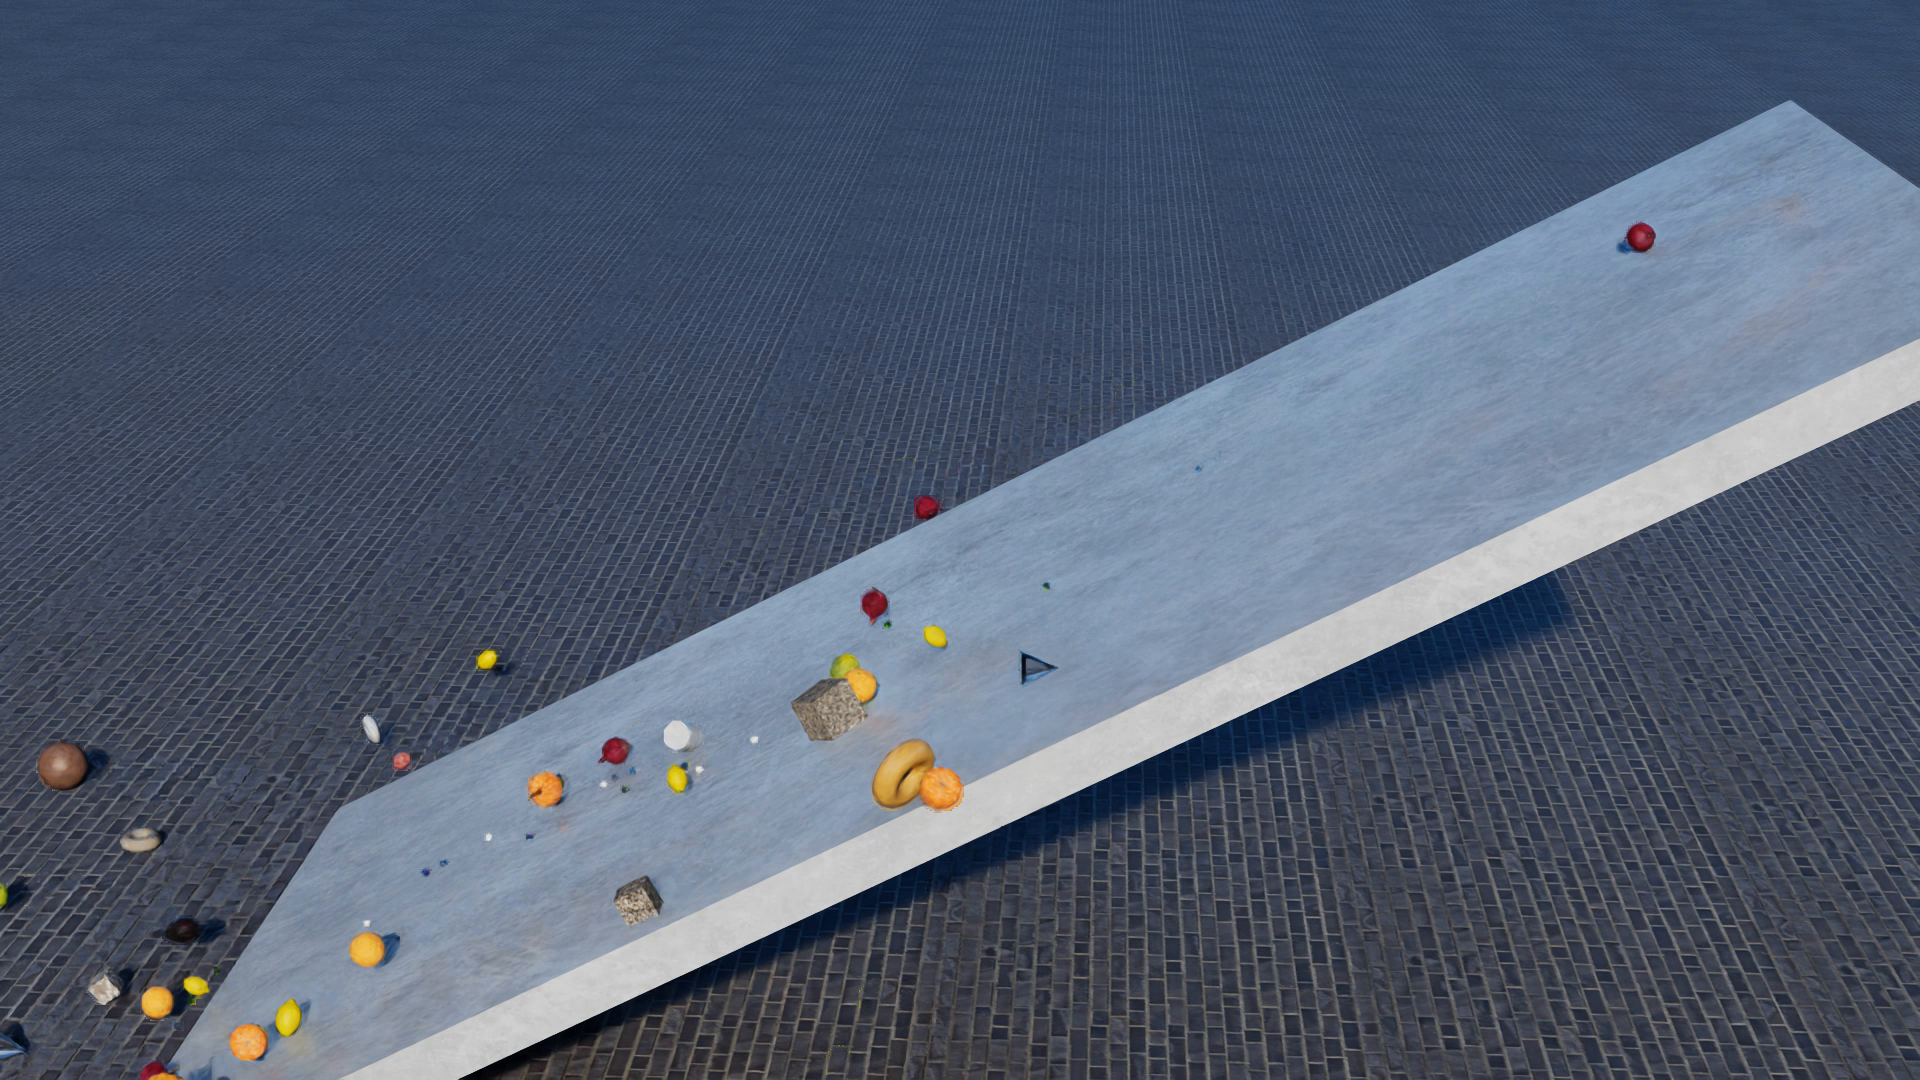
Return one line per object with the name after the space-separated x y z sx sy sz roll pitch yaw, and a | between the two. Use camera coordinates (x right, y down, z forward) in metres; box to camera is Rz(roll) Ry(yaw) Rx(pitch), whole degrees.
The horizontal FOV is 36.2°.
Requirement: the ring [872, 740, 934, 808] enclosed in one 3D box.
-0.103 0.426 5.358 0.047 0.142 0.142 36 34 28 | ring

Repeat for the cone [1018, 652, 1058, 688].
0.153 0.249 5.684 0.072 0.072 0.072 -6 17 -3 | cone

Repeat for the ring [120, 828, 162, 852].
-2.106 0.772 7.565 0.104 0.035 0.104 -1 18 0 | ring

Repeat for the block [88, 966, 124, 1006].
-1.945 1.015 6.700 0.053 0.053 0.053 -34 19 5 | block

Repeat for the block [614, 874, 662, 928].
-0.606 0.682 5.542 0.064 0.064 0.064 -26 14 9 | block

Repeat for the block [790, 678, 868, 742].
-0.269 0.347 6.023 0.094 0.094 0.094 -36 16 -29 | block

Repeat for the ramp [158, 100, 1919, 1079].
0.140 0.167 6.281 4.000 0.100 2.000 -26 14 10 | ramp

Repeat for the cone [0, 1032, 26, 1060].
-2.083 1.109 6.426 0.090 0.090 0.090 13 10 -26 | cone
